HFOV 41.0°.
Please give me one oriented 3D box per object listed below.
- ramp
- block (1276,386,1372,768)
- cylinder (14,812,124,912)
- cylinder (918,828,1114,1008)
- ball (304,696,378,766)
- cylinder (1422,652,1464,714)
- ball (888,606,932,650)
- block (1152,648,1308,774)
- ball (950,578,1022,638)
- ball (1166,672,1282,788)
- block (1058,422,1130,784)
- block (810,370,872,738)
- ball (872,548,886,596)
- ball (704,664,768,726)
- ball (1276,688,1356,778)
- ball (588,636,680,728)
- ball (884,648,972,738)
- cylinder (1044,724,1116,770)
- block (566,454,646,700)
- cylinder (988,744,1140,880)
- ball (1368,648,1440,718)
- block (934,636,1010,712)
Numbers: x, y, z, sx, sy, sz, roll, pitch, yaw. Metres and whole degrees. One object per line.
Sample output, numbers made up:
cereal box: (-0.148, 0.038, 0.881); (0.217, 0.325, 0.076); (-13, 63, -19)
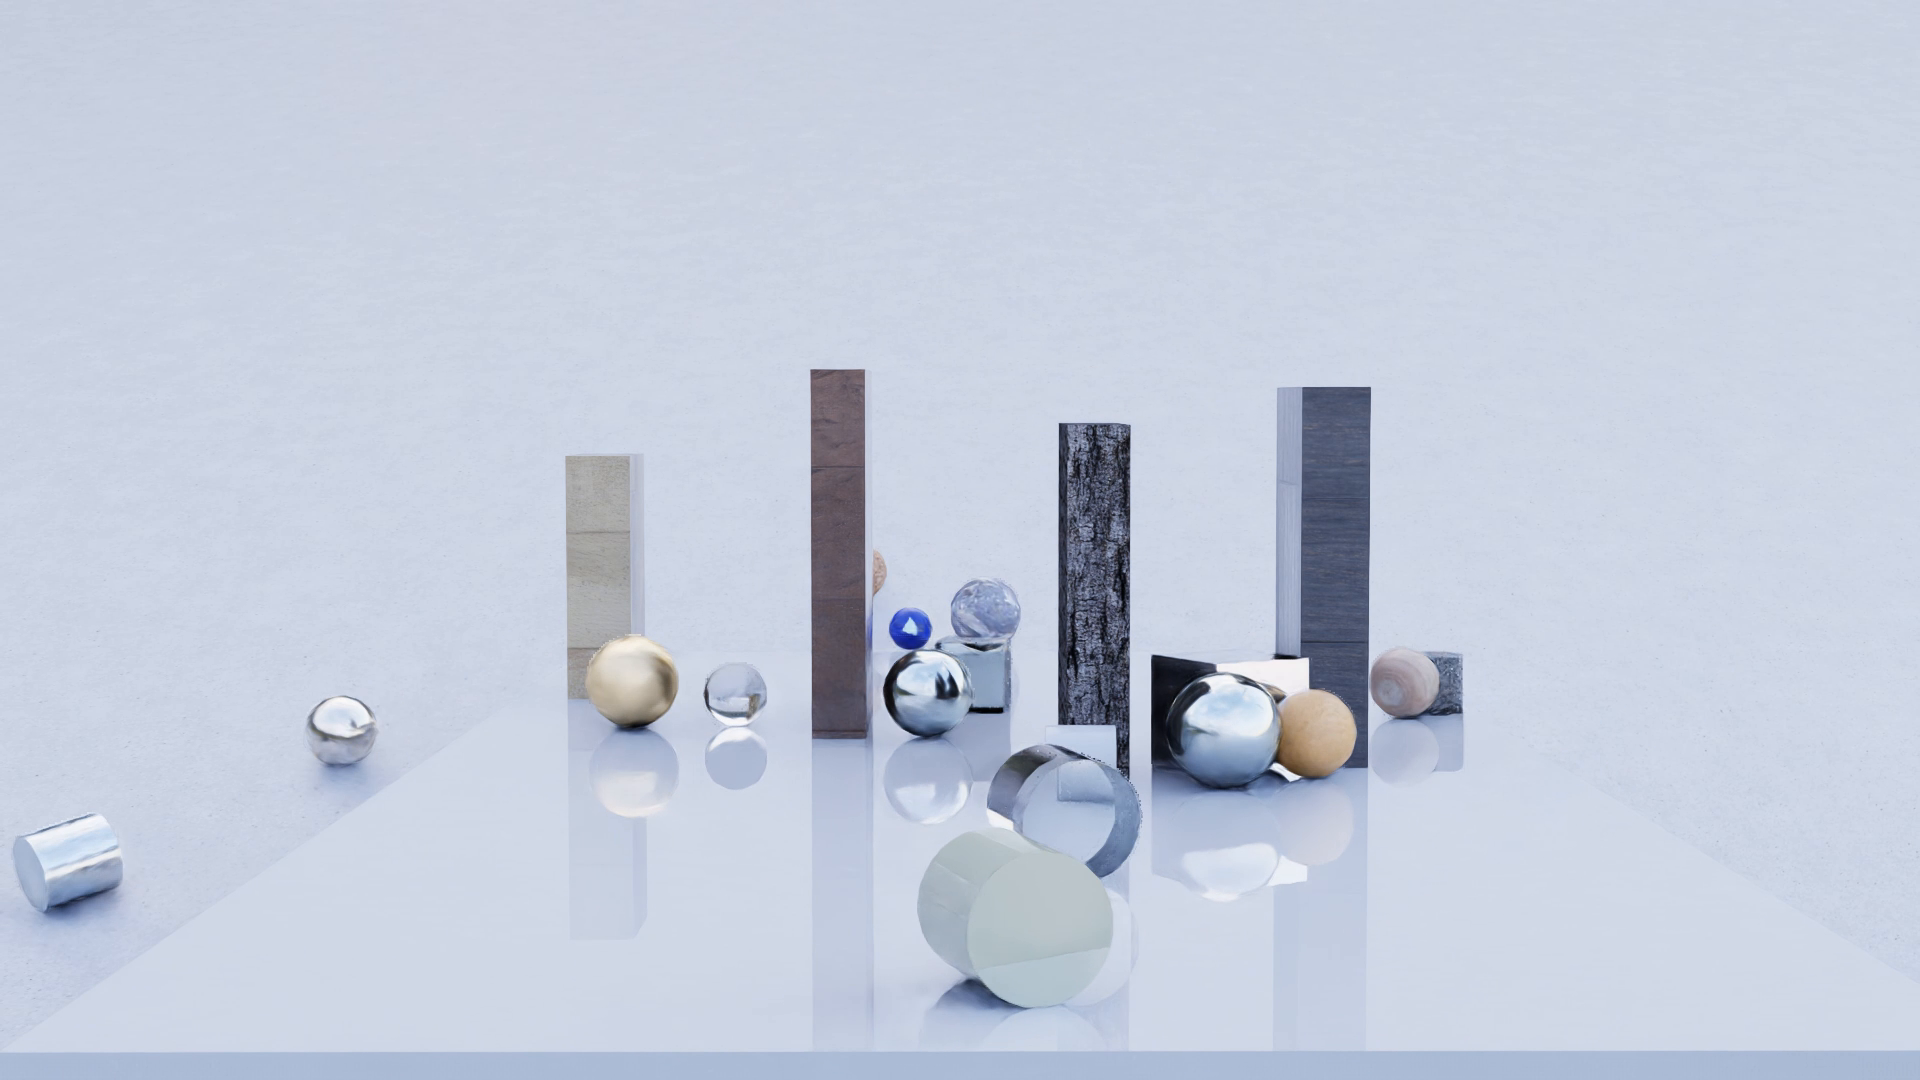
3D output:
ramp: (0.049, 0.444, 4.532); (2.000, 0.100, 4.000); (0, 3, 0)
block: (0.650, 0.057, 4.626); (0.119, 0.662, 0.349); (0, 3, 0)
cylinder: (-1.910, 0.690, 5.507); (0.167, 0.167, 0.167); (-18, 27, -39)
cylinder: (0.058, 0.407, 2.788); (0.166, 0.166, 0.166); (-7, 5, -19)
ball: (-1.472, 0.454, 6.114); (0.169, 0.169, 0.169); (0, 21, 0)
cylinder: (0.974, 0.293, 5.280); (0.117, 0.117, 0.117); (0, 3, 0)
ball: (-0.129, 0.230, 6.675); (0.113, 0.113, 0.113); (0, 21, 0)
block: (0.469, 0.299, 4.480); (0.194, 0.194, 0.194); (-2, 4, -30)
ball: (0.066, 0.191, 6.656); (0.185, 0.185, 0.185); (0, 21, 0)
ball: (0.437, 0.313, 4.250); (0.191, 0.191, 0.191); (0, 21, 0)
block: (0.227, 0.101, 4.400); (0.103, 0.599, 0.371); (0, 3, 0)
block: (-0.230, 0.017, 5.043); (0.103, 0.698, 0.409); (0, 3, 0)
ball: (-0.279, 0.088, 7.085); (0.154, 0.154, 0.154); (0, 21, 0)
ball: (-0.440, 0.304, 5.041); (0.125, 0.125, 0.125); (0, 21, 0)
ball: (0.596, 0.328, 4.355); (0.151, 0.151, 0.151); (0, 21, 0)
ball: (-0.640, 0.277, 5.033); (0.179, 0.179, 0.179); (0, 21, 0)
ball: (-0.061, 0.290, 4.885); (0.169, 0.169, 0.169); (0, 21, 0)
cylinder: (0.195, 0.357, 4.172); (0.114, 0.114, 0.114); (0, 21, 1)
block: (-0.772, 0.074, 5.611); (0.137, 0.521, 0.247); (0, 3, 0)
cylinder: (0.139, 0.369, 3.485); (0.165, 0.165, 0.165); (-6, 5, -15)
ball: (0.894, 0.287, 5.177); (0.141, 0.141, 0.141); (0, 21, 0)
block: (0.027, 0.278, 5.335); (0.143, 0.143, 0.143); (0, 3, 7)
